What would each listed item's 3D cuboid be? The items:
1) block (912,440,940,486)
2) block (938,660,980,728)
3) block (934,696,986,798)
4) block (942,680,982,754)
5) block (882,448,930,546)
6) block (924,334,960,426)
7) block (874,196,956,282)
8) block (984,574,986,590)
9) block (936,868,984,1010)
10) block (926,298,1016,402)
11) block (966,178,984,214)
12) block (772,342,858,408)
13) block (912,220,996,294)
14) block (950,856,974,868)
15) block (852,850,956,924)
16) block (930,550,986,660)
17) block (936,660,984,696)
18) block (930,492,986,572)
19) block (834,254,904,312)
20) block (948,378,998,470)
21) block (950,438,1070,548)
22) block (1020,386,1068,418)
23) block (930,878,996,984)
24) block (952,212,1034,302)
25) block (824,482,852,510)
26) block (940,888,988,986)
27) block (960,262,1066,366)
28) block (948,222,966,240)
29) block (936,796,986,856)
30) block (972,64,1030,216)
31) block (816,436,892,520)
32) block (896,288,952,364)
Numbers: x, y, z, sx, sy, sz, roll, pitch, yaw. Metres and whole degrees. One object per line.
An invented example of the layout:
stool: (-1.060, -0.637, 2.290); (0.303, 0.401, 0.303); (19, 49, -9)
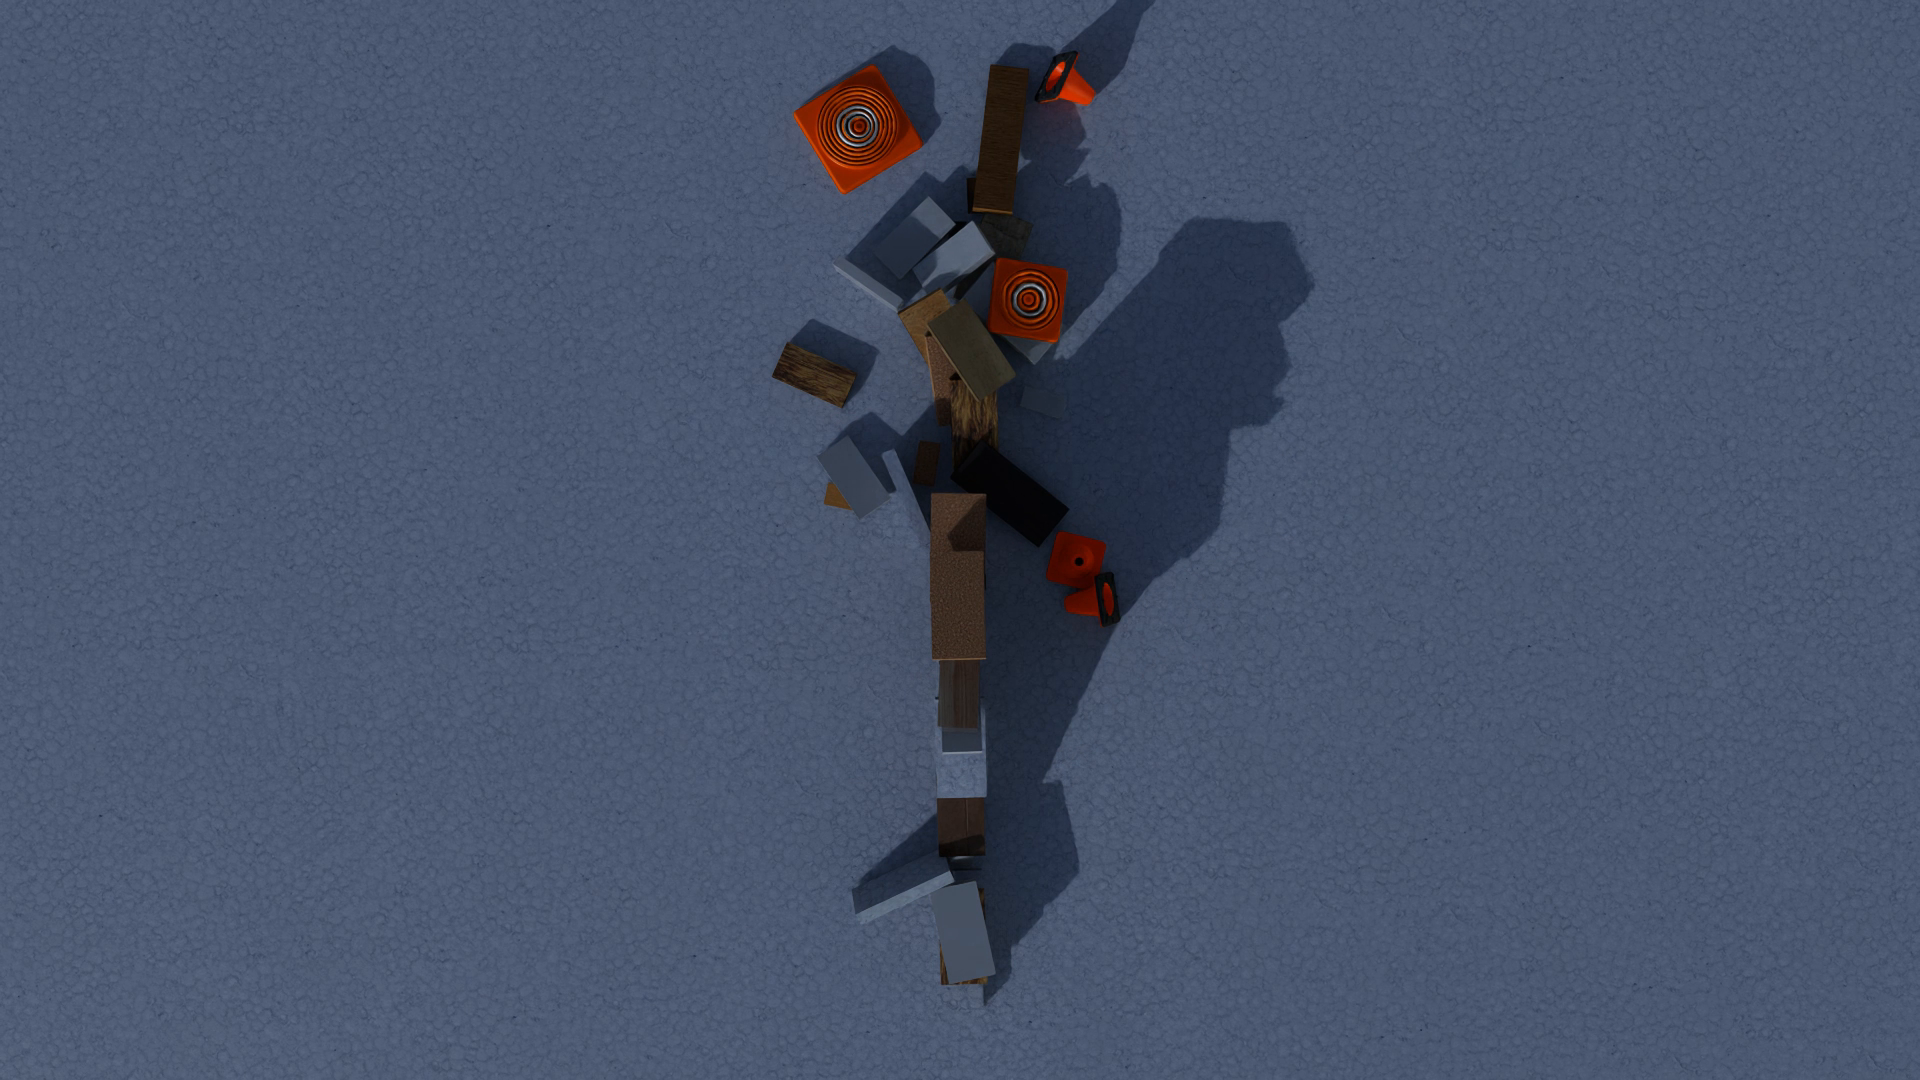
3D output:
block: (-0.111, -0.255, 5.490); (0.072, 0.021, 0.145); (9, 90, 0)
block: (-0.004, 0.452, 5.053); (0.122, 0.034, 0.243); (2, 84, 0)
block: (0.003, 0.647, 5.155); (0.156, 0.044, 0.311); (-1, 95, 0)
block: (0.003, 0.511, 5.097); (0.122, 0.034, 0.295); (-2, 72, 0)
block: (-0.169, -0.138, 5.418); (0.046, 0.164, 0.328); (-23, 90, 0)
block: (-0.019, -0.535, 5.417); (0.150, 0.043, 0.301); (-11, 107, -7)
block: (-0.150, -0.999, 5.472); (0.260, 0.037, 0.130); (-44, 88, 3)
block: (-0.004, 0.133, 5.330); (0.170, 0.340, 0.048); (0, 90, 0)
block: (-0.001, 1.326, 5.478); (0.153, 0.043, 0.462); (-1, 90, 0)
block: (0.036, -0.615, 5.340); (0.150, 0.043, 0.301); (-35, 95, -7)
block: (0.053, -1.146, 5.492); (0.058, 0.016, 0.116); (-2, 90, 0)
block: (-0.483, -0.547, 5.482); (0.254, 0.036, 0.127); (24, 90, 0)
block: (-0.021, -0.916, 5.422); (0.260, 0.037, 0.130); (-36, 68, 17)
block: (0.023, 1.014, 5.471); (0.068, 0.019, 0.135); (18, 104, -6)
block: (-0.188, 1.135, 5.419); (0.336, 0.156, 0.044); (-25, 110, 0)
block: (-0.007, 0.201, 5.043); (0.164, 0.046, 0.328); (-1, 83, 0)
block: (0.000, 0.358, 5.179); (0.147, 0.042, 0.294); (0, 93, 0)
block: (-0.006, 0.025, 5.136); (0.170, 0.048, 0.340); (1, 90, 0)
block: (-0.300, -0.842, 5.437); (0.254, 0.127, 0.036); (35, 90, 0)
block: (0.046, -0.385, 5.426); (0.150, 0.043, 0.301); (-5, 107, -8)
block: (0.164, -0.155, 5.438); (0.373, 0.046, 0.164); (38, 96, -10)
block: (0.278, -0.459, 5.490); (0.145, 0.021, 0.072); (17, 90, 0)
block: (0.008, 1.278, 5.391); (0.156, 0.044, 0.311); (-12, 90, 0)
block: (0.107, -0.922, 5.462); (0.163, 0.046, 0.326); (21, 90, -11)
block: (-0.375, -0.139, 5.490); (0.145, 0.021, 0.072); (12, 90, 0)
block: (0.009, 1.306, 5.435); (0.153, 0.043, 0.305); (-2, 90, 0)
block: (0.173, -0.746, 5.440); (0.326, 0.046, 0.163); (40, 86, -11)
block: (-0.009, -1.001, 5.492); (0.058, 0.016, 0.116); (2, 90, 0)
block: (0.003, 0.893, 5.378); (0.153, 0.043, 0.305); (-2, 115, 0)
block: (0.136, -1.321, 5.442); (0.130, 0.037, 0.500); (7, 81, 0)
block: (-0.352, -0.205, 5.465); (0.127, 0.036, 0.254); (-34, 85, -5)
block: (-0.053, -0.647, 5.430); (0.163, 0.046, 0.326); (-31, 107, 0)
